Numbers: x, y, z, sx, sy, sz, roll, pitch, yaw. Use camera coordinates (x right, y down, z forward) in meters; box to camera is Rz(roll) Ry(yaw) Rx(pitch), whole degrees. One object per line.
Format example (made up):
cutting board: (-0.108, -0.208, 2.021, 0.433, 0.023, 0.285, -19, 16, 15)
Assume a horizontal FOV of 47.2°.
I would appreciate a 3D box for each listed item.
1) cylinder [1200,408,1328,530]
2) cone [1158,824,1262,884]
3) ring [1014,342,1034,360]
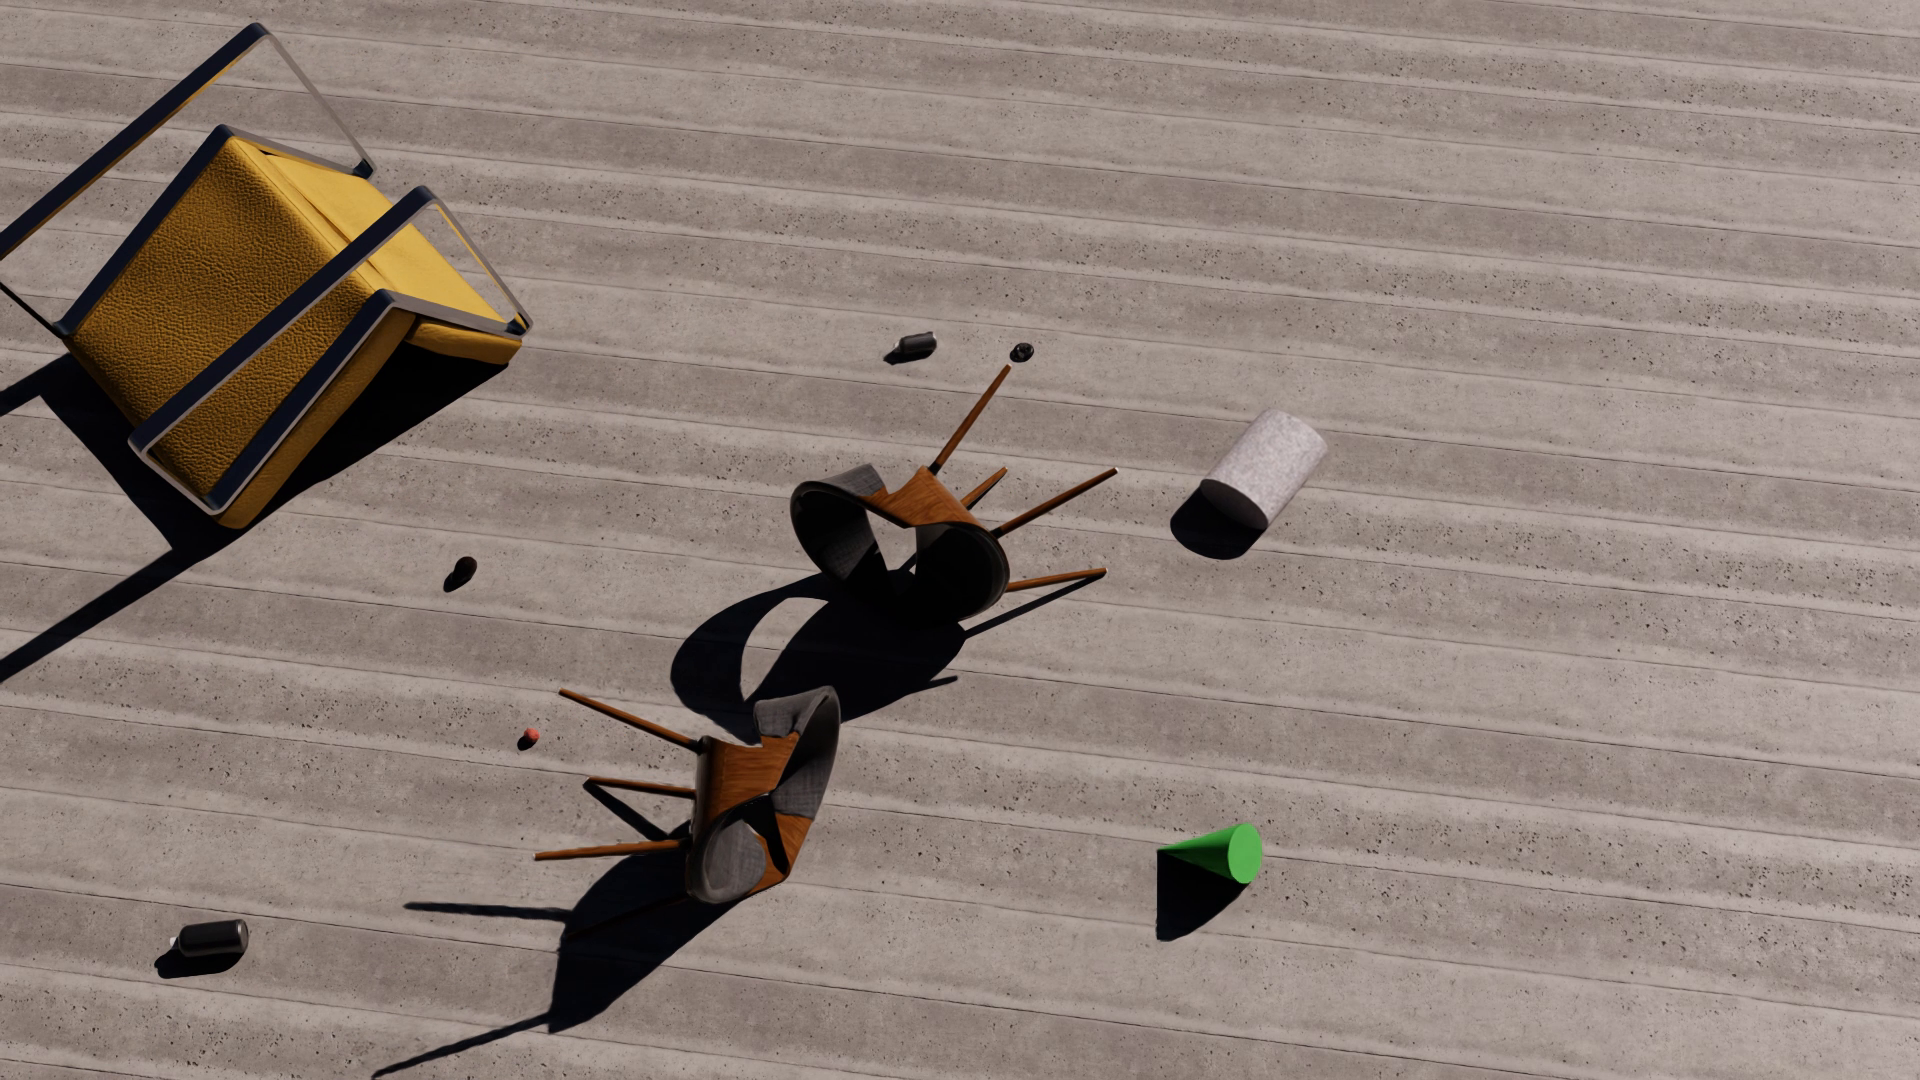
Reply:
cylinder: (0.916, -0.216, 6.626, 0.246, 0.154, 0.331, 32, 62, 20)
cone: (0.651, 0.844, 5.944, 0.256, 0.251, 0.159, -2, 84, 28)
ring: (0.202, -0.599, 6.963, 0.068, 0.021, 0.061, -14, 58, -10)
